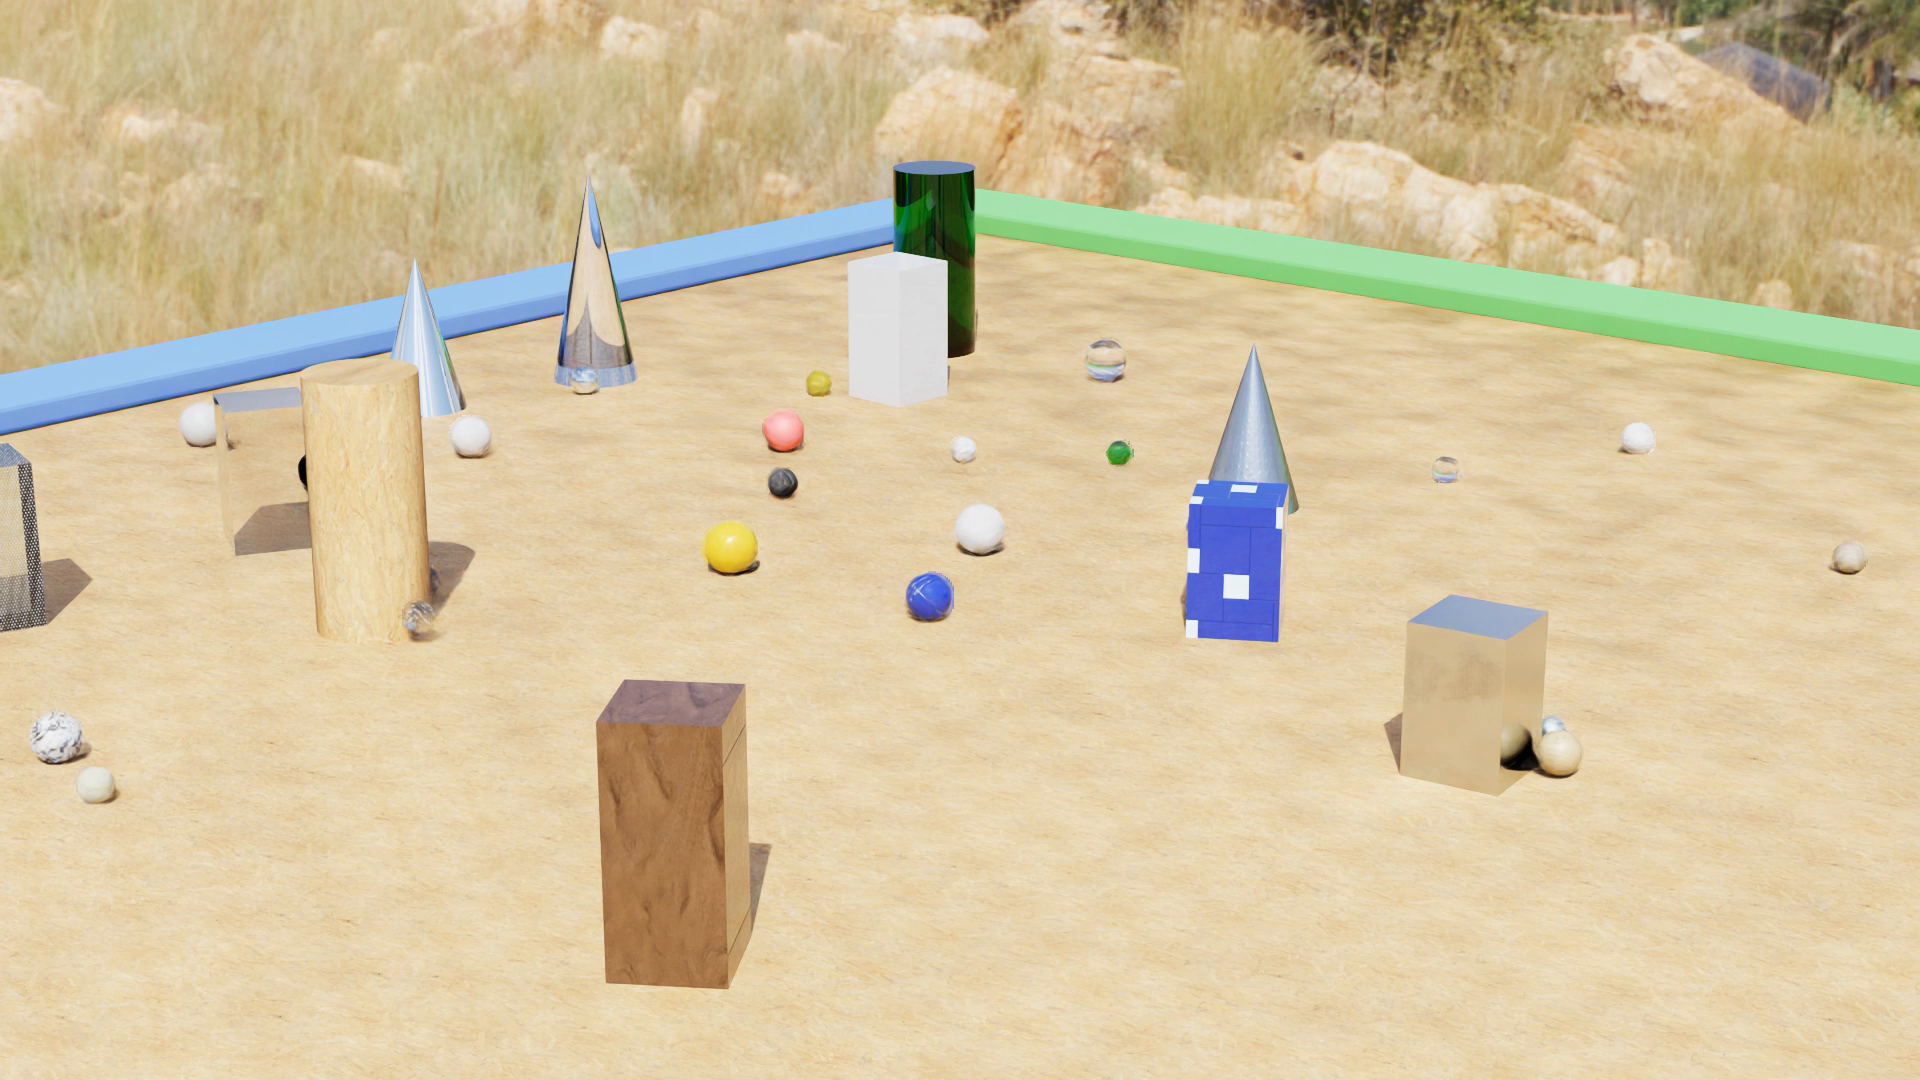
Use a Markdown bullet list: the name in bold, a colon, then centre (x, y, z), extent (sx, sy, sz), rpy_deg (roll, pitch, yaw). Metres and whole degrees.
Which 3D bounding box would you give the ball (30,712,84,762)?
- **ball**: centre (-1.339, 0.292, 4.345), extent (0.076, 0.076, 0.076), rpy_deg (0, 17, 0)

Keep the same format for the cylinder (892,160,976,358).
- **cylinder**: centre (-0.060, -0.658, 6.875), extent (0.193, 0.433, 0.193), rpy_deg (0, 17, 0)

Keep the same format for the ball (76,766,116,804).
- **ball**: centre (-1.236, 0.350, 4.192), extent (0.054, 0.054, 0.054), rpy_deg (0, 17, 0)

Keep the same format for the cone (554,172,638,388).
- **cone**: centre (-0.827, -0.596, 6.596), extent (0.193, 0.476, 0.193), rpy_deg (0, 17, 0)

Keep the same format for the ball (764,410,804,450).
- **ball**: centre (-0.363, -0.226, 6.048), extent (0.083, 0.083, 0.083), rpy_deg (0, 17, 0)

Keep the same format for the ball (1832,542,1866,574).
- **ball**: centre (1.590, 0.031, 5.244), extent (0.056, 0.056, 0.056), rpy_deg (0, 17, 0)

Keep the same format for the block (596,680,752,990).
- **block**: centre (-0.353, 0.364, 3.642), extent (0.154, 0.345, 0.154), rpy_deg (2, 17, 6)

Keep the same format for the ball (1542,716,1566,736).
- **ball**: centre (0.890, 0.287, 4.417), extent (0.043, 0.043, 0.043), rpy_deg (0, 17, 0)

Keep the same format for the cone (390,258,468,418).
- **cone**: centre (-1.174, -0.451, 6.361), extent (0.193, 0.333, 0.193), rpy_deg (0, 17, 0)

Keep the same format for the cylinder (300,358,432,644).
- **cylinder**: centre (-0.991, -0.066, 4.900), extent (0.193, 0.441, 0.193), rpy_deg (0, 17, 0)

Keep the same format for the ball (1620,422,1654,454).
- **ball**: centre (1.391, -0.208, 6.020), extent (0.066, 0.066, 0.066), rpy_deg (0, 17, 0)

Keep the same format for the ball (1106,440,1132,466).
- **ball**: centre (0.322, -0.176, 5.941), extent (0.050, 0.050, 0.050), rpy_deg (0, 17, 0)

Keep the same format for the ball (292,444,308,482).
- **ball**: centre (-1.284, -0.154, 5.818), extent (0.079, 0.079, 0.079), rpy_deg (0, 17, 0)

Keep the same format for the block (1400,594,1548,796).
- **block**: centre (0.752, 0.225, 4.288), extent (0.154, 0.238, 0.154), rpy_deg (11, 20, 32)

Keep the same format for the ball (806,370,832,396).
- **ball**: centre (-0.313, -0.348, 6.500), extent (0.057, 0.057, 0.057), rpy_deg (0, 17, 0)

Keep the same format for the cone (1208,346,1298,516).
- **cone**: centre (0.559, -0.222, 5.620), extent (0.193, 0.323, 0.193), rpy_deg (0, 17, 0)

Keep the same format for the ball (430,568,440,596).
- **ball**: centre (-0.933, 0.072, 5.115), extent (0.053, 0.053, 0.053), rpy_deg (0, 17, 0)

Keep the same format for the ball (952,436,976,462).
- **ball**: centre (0.008, -0.184, 5.963), extent (0.052, 0.052, 0.052), rpy_deg (0, 17, 0)

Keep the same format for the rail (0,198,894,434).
- **rail**: centre (-1.673, -0.388, 6.511), extent (0.045, 0.125, 5.115), rpy_deg (14, 22, 39)

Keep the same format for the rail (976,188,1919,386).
- **rail**: centre (1.661, -0.522, 6.952), extent (4.480, 0.125, 0.045), rpy_deg (14, 22, 39)

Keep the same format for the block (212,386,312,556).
- **block**: centre (-1.278, -0.128, 5.404), extent (0.154, 0.269, 0.154), rpy_deg (-6, 18, -20)

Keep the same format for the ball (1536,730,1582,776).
- **ball**: centre (0.877, 0.312, 4.294), extent (0.068, 0.068, 0.068), rpy_deg (0, 17, 0)

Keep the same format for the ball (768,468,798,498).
- **ball**: centre (-0.345, -0.112, 5.714), extent (0.058, 0.058, 0.058), rpy_deg (0, 17, 0)

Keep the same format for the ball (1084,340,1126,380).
- **ball**: centre (0.329, -0.407, 6.629), extent (0.095, 0.095, 0.095), rpy_deg (0, 17, 0)

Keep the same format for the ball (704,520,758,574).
- **ball**: centre (-0.409, 0.012, 5.237), extent (0.096, 0.096, 0.096), rpy_deg (0, 17, 0)

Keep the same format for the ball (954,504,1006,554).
- **ball**: centre (0.037, -0.020, 5.352), extent (0.093, 0.093, 0.093), rpy_deg (0, 17, 0)

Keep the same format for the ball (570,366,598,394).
- **ball**: centre (-0.835, -0.356, 6.515), extent (0.063, 0.063, 0.063), rpy_deg (0, 17, 0)

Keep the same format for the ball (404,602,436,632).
- **ball**: centre (-0.896, 0.127, 4.858), extent (0.052, 0.052, 0.052), rpy_deg (0, 17, 0)

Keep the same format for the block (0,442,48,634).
- **block**: centre (-1.652, 0.001, 4.948), extent (0.154, 0.285, 0.154), rpy_deg (-10, 19, -30)

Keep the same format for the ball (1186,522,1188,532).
- **ball**: centre (0.453, -0.025, 5.404), extent (0.072, 0.072, 0.072), rpy_deg (0, 17, 0)

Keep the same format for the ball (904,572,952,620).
- **ball**: centre (-0.053, 0.097, 4.984), extent (0.082, 0.082, 0.082), rpy_deg (0, 17, 0)

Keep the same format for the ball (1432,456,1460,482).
- **ball**: centre (0.964, -0.141, 5.818), extent (0.054, 0.054, 0.054), rpy_deg (0, 17, 0)

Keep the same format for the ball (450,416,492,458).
- **ball**: centre (-1.000, -0.211, 5.997), extent (0.084, 0.084, 0.084), rpy_deg (0, 17, 0)

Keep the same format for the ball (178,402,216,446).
- **ball**: centre (-1.574, -0.241, 6.084), extent (0.091, 0.091, 0.091), rpy_deg (0, 17, 0)

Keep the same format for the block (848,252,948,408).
- **block**: centre (-0.137, -0.466, 6.465), extent (0.154, 0.302, 0.154), rpy_deg (15, 22, 40)

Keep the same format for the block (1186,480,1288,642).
- **block**: centre (0.467, 0.034, 4.931), extent (0.154, 0.231, 0.154), rpy_deg (3, 17, 9)
